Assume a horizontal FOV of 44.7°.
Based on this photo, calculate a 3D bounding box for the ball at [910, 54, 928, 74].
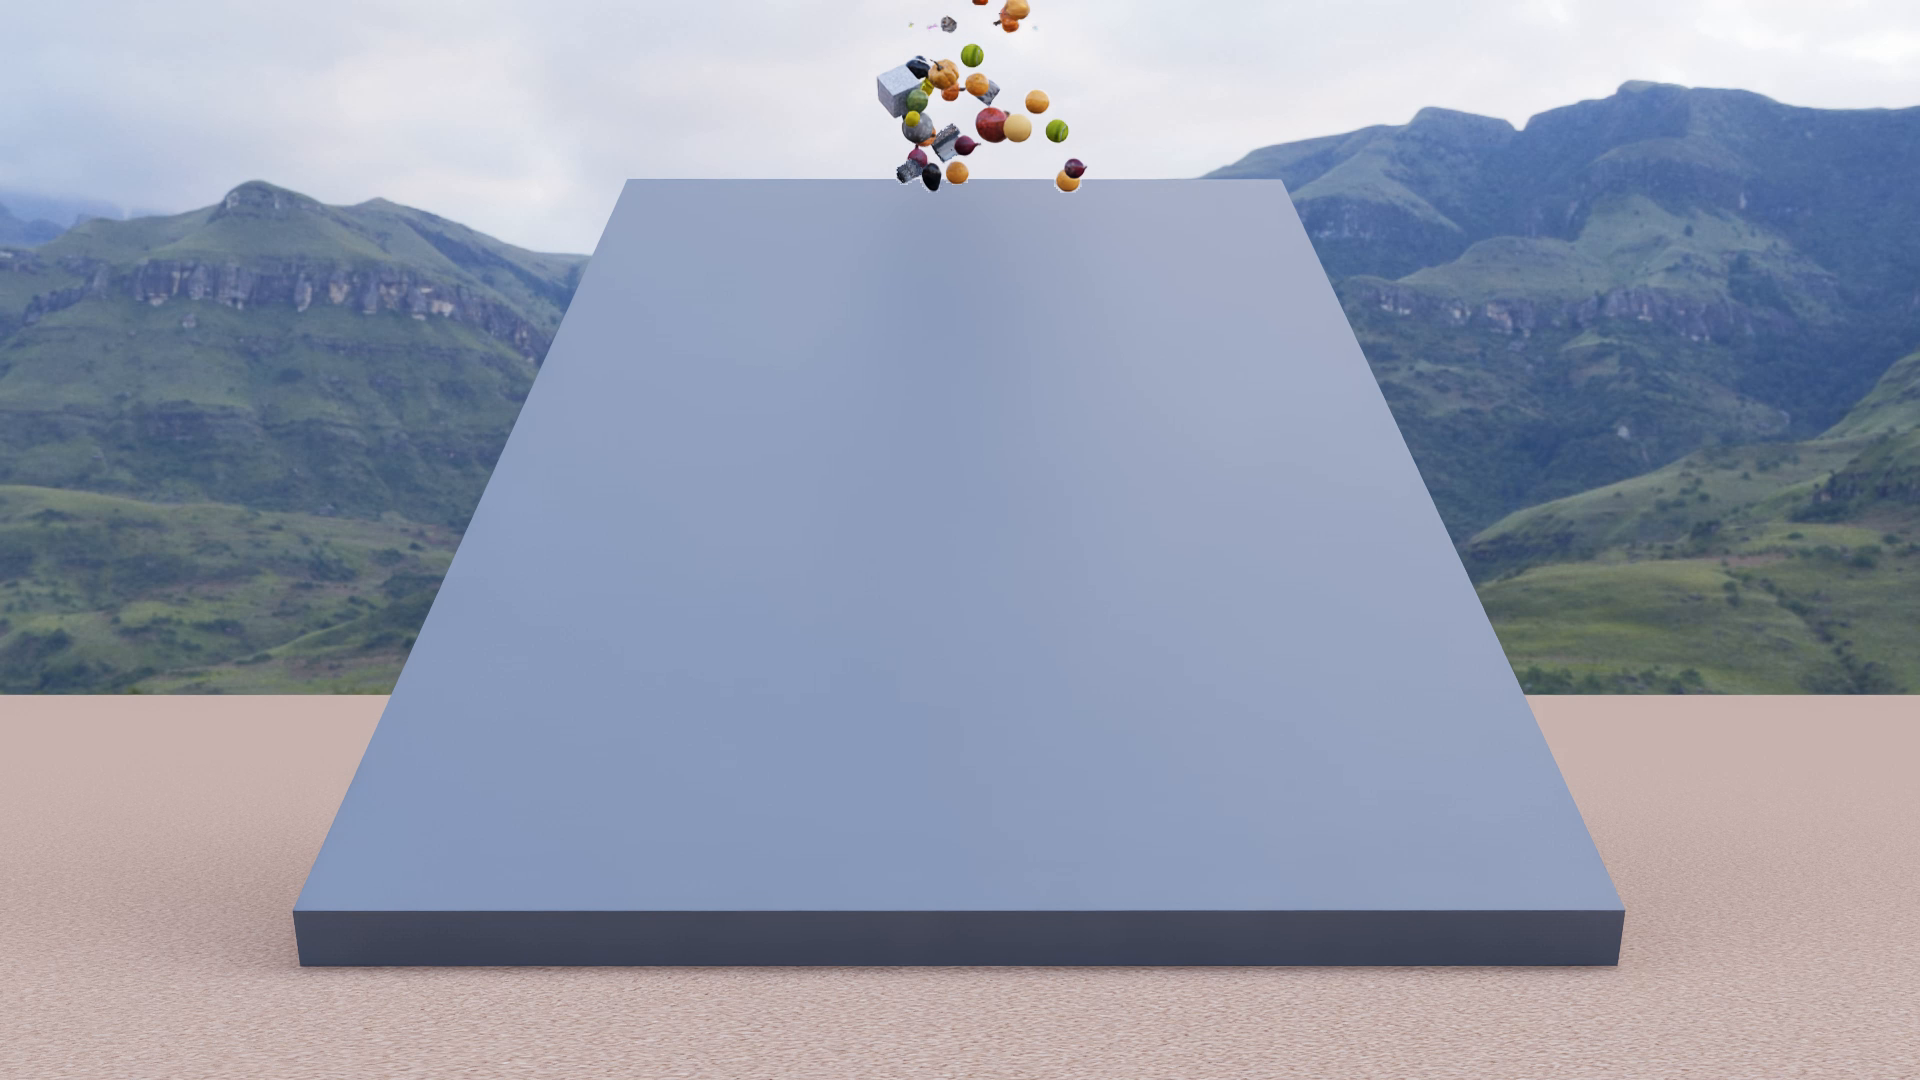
[{"bbox_3d":[-0.123,-1.445,7.086,0.054,0.054,0.054,0,-4,0],"label":"ball"}]

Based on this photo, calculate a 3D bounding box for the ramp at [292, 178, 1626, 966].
[{"bbox_3d":[-0.008,-0.229,5.342,2.000,0.100,4.000,0,25,0],"label":"ramp"}]

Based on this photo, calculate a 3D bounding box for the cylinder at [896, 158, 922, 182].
[{"bbox_3d":[-0.146,-1.052,6.651,0.053,0.053,0.053,-19,-15,40],"label":"cylinder"}]

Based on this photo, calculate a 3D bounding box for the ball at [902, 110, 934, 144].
[{"bbox_3d":[-0.123,-1.190,6.725,0.092,0.092,0.092,0,-4,0],"label":"ball"}]

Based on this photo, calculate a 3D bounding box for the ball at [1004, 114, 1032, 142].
[{"bbox_3d":[0.171,-1.220,6.914,0.086,0.086,0.086,0,-4,0],"label":"ball"}]

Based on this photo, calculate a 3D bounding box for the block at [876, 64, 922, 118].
[{"bbox_3d":[-0.175,-1.291,6.717,0.093,0.093,0.093,-27,-31,-16],"label":"block"}]

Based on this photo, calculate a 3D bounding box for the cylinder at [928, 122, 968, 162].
[{"bbox_3d":[-0.035,-1.191,7.003,0.087,0.087,0.087,-32,-11,12],"label":"cylinder"}]

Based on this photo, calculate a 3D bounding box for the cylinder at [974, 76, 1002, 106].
[{"bbox_3d":[0.082,-1.368,7.117,0.062,0.062,0.062,33,19,-13],"label":"cylinder"}]
